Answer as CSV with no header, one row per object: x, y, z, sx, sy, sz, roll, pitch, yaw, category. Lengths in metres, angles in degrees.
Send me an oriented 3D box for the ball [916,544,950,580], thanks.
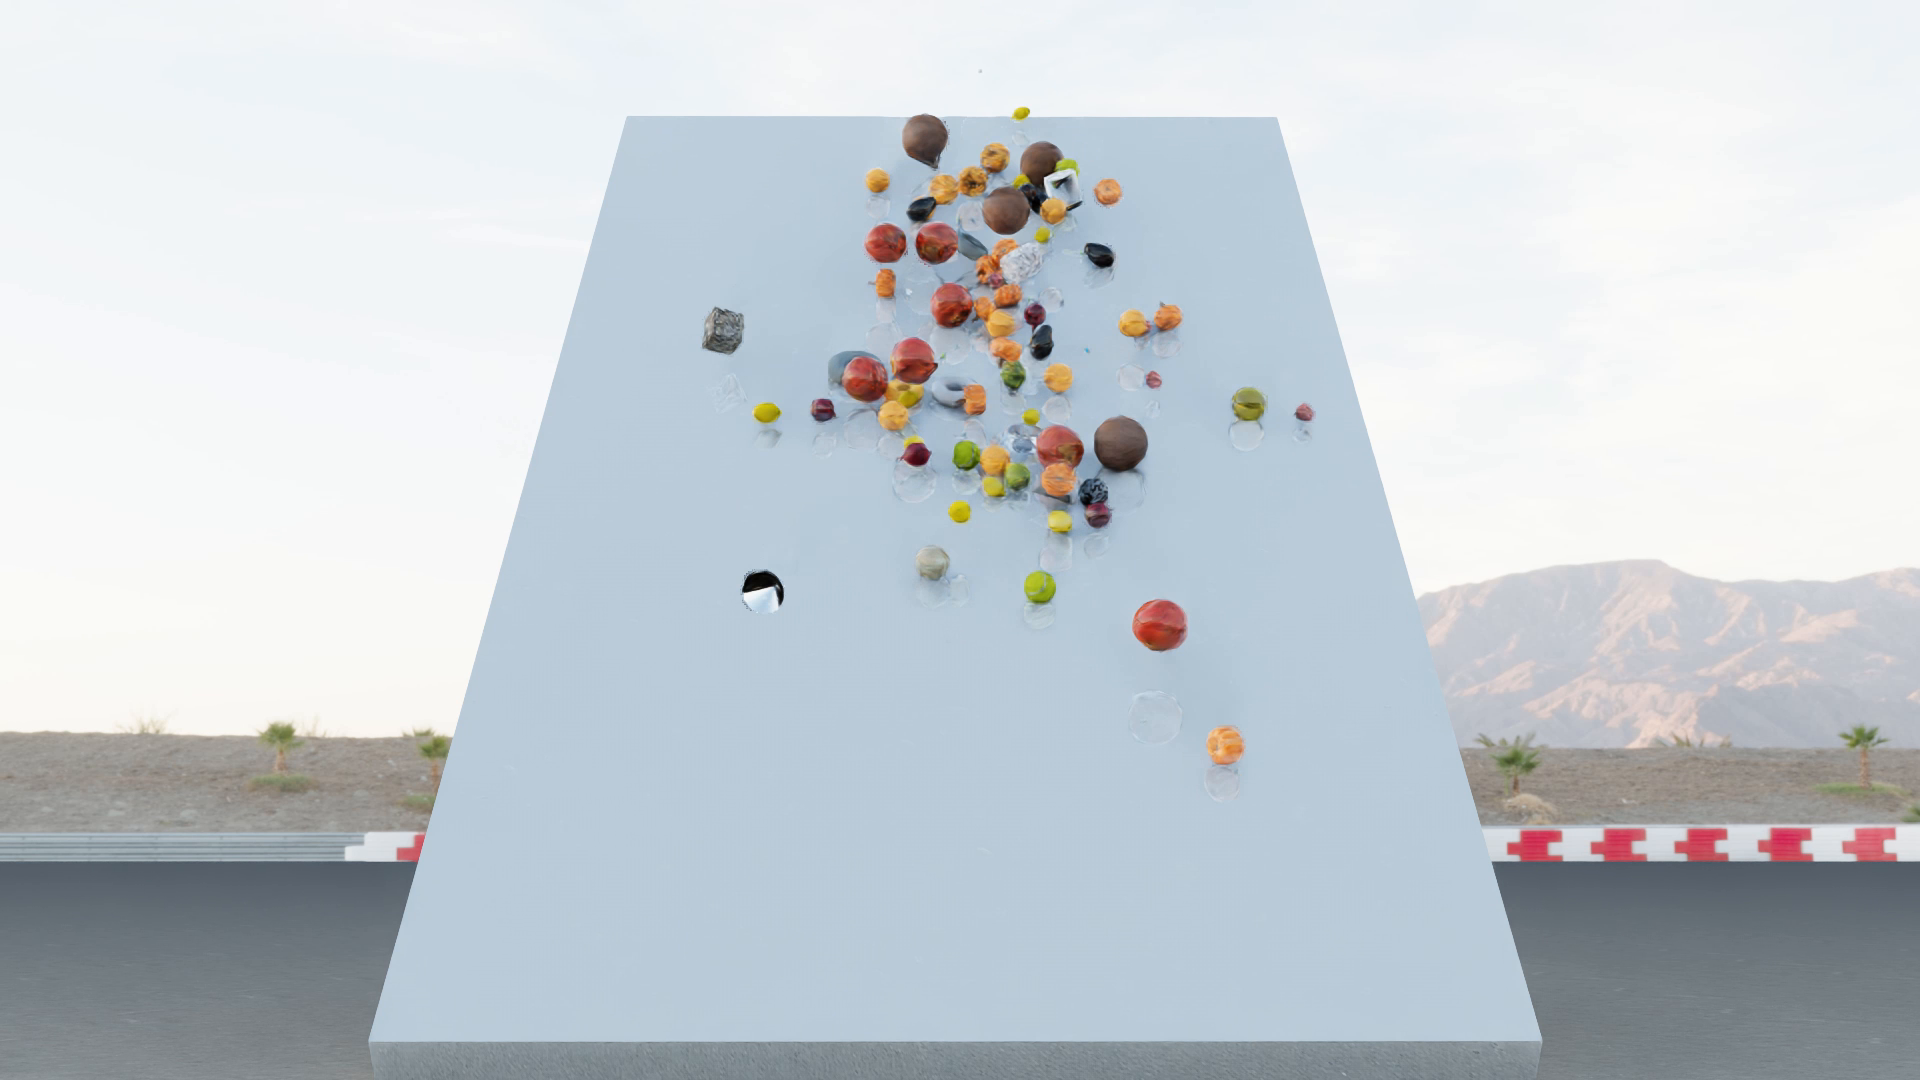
-0.060,0.049,5.367,0.076,0.076,0.076,0,-7,0,ball

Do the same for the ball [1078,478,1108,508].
0.305,-0.107,5.617,0.070,0.070,0.070,0,-7,0,ball

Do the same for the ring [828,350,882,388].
-0.263,-0.429,6.138,0.139,0.046,0.139,1,34,-1,ring

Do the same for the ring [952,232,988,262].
0.027,-0.792,6.638,0.115,0.038,0.115,31,19,-12,ring

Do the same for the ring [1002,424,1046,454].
0.152,-0.243,5.860,0.108,0.036,0.108,3,34,-2,ring

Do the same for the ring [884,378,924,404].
-0.138,-0.366,6.054,0.101,0.034,0.101,-1,33,1,ring

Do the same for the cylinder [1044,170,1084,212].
0.290,-0.976,6.863,0.093,0.093,0.093,-15,21,6,cylinder

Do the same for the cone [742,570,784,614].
-0.404,0.102,5.295,0.097,0.097,0.097,-3,10,20,cone

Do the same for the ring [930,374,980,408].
-0.010,-0.367,6.050,0.124,0.041,0.124,0,34,0,ring

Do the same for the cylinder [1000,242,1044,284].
0.159,-0.710,6.305,0.080,0.080,0.080,-31,5,-22,cylinder

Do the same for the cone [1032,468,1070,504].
0.203,-0.118,5.618,0.083,0.083,0.083,-9,-7,0,cone

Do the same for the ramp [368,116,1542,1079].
-0.015,-0.183,5.891,2.000,0.100,4.000,0,33,0,ramp

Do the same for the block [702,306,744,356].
-0.595,-0.524,6.162,0.079,0.079,0.079,13,-31,-21,block

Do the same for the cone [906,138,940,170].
-0.116,-1.124,7.156,0.092,0.092,0.092,-2,-7,-16,cone

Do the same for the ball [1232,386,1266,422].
0.702,-0.331,5.957,0.084,0.084,0.084,0,-7,0,ball
